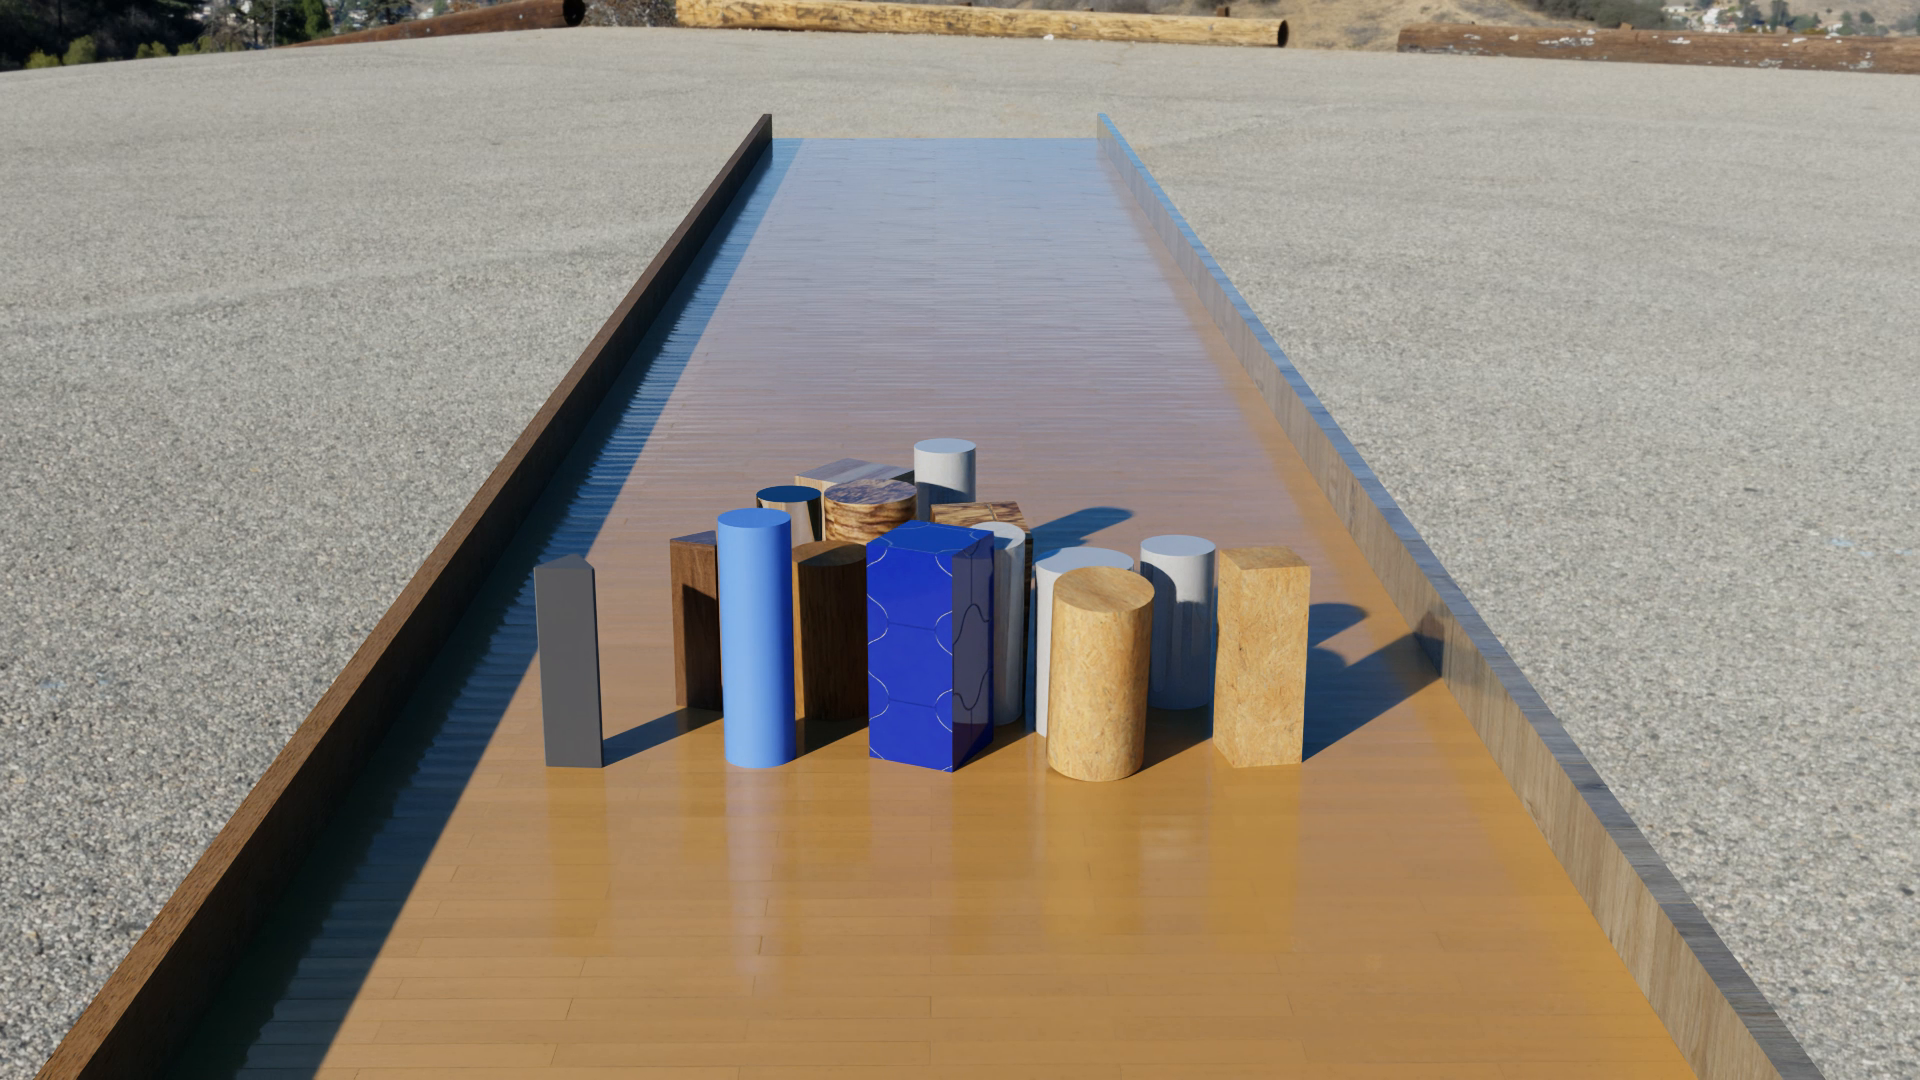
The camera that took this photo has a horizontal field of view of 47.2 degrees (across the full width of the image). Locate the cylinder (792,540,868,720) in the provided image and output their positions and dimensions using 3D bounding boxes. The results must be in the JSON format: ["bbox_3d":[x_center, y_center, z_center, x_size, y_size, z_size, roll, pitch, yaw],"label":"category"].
[{"bbox_3d":[-0.240,0.169,4.118,0.152,0.304,0.152,-1,18,0],"label":"cylinder"}]

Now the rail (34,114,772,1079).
[{"bbox_3d":[-1.118,-0.838,7.780,0.050,0.150,12.000,0,17,-1],"label":"rail"}]

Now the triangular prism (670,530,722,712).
[{"bbox_3d":[-0.479,0.150,4.149,0.097,0.327,0.084,6,18,21],"label":"triangular prism"}]

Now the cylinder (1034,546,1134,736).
[{"bbox_3d":[0.225,0.191,4.025,0.179,0.319,0.179,0,17,0],"label":"cylinder"}]

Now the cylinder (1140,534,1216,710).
[{"bbox_3d":[0.409,0.155,4.174,0.141,0.302,0.141,0,17,0],"label":"cylinder"}]

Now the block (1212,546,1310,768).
[{"bbox_3d":[0.532,0.206,3.893,0.125,0.366,0.125,-3,17,-11],"label":"block"}]

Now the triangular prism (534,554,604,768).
[{"bbox_3d":[-0.678,0.212,3.871,0.104,0.367,0.090,1,17,3],"label":"triangular prism"}]

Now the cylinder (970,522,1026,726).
[{"bbox_3d":[0.062,0.155,4.032,0.110,0.369,0.110,0,28,0],"label":"cylinder"}]

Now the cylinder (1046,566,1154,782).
[{"bbox_3d":[0.242,0.233,3.820,0.173,0.332,0.173,1,26,-1],"label":"cylinder"}]

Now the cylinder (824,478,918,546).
[{"bbox_3d":[-0.167,0.087,4.265,0.179,0.377,0.179,-1,17,0],"label":"cylinder"}]

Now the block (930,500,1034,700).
[{"bbox_3d":[0.034,0.120,4.178,0.164,0.345,0.164,-3,27,-10],"label":"block"}]

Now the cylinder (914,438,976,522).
[{"bbox_3d":[-0.033,-0.064,4.913,0.138,0.302,0.138,0,17,0],"label":"cylinder"}]

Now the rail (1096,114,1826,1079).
[{"bbox_3d":[0.932,-0.844,7.801,0.050,0.150,12.000,0,17,-1],"label":"rail"}]

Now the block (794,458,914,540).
[{"bbox_3d":[-0.220,0.008,4.652,0.180,0.312,0.180,11,20,33],"label":"block"}]

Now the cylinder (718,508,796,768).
[{"bbox_3d":[-0.356,0.173,3.872,0.127,0.441,0.127,0,17,0],"label":"cylinder"}]

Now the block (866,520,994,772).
[{"bbox_3d":[-0.051,0.186,3.904,0.166,0.397,0.166,8,19,25],"label":"block"}]

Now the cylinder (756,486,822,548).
[{"bbox_3d":[-0.336,0.075,4.368,0.128,0.345,0.128,0,17,0],"label":"cylinder"}]
